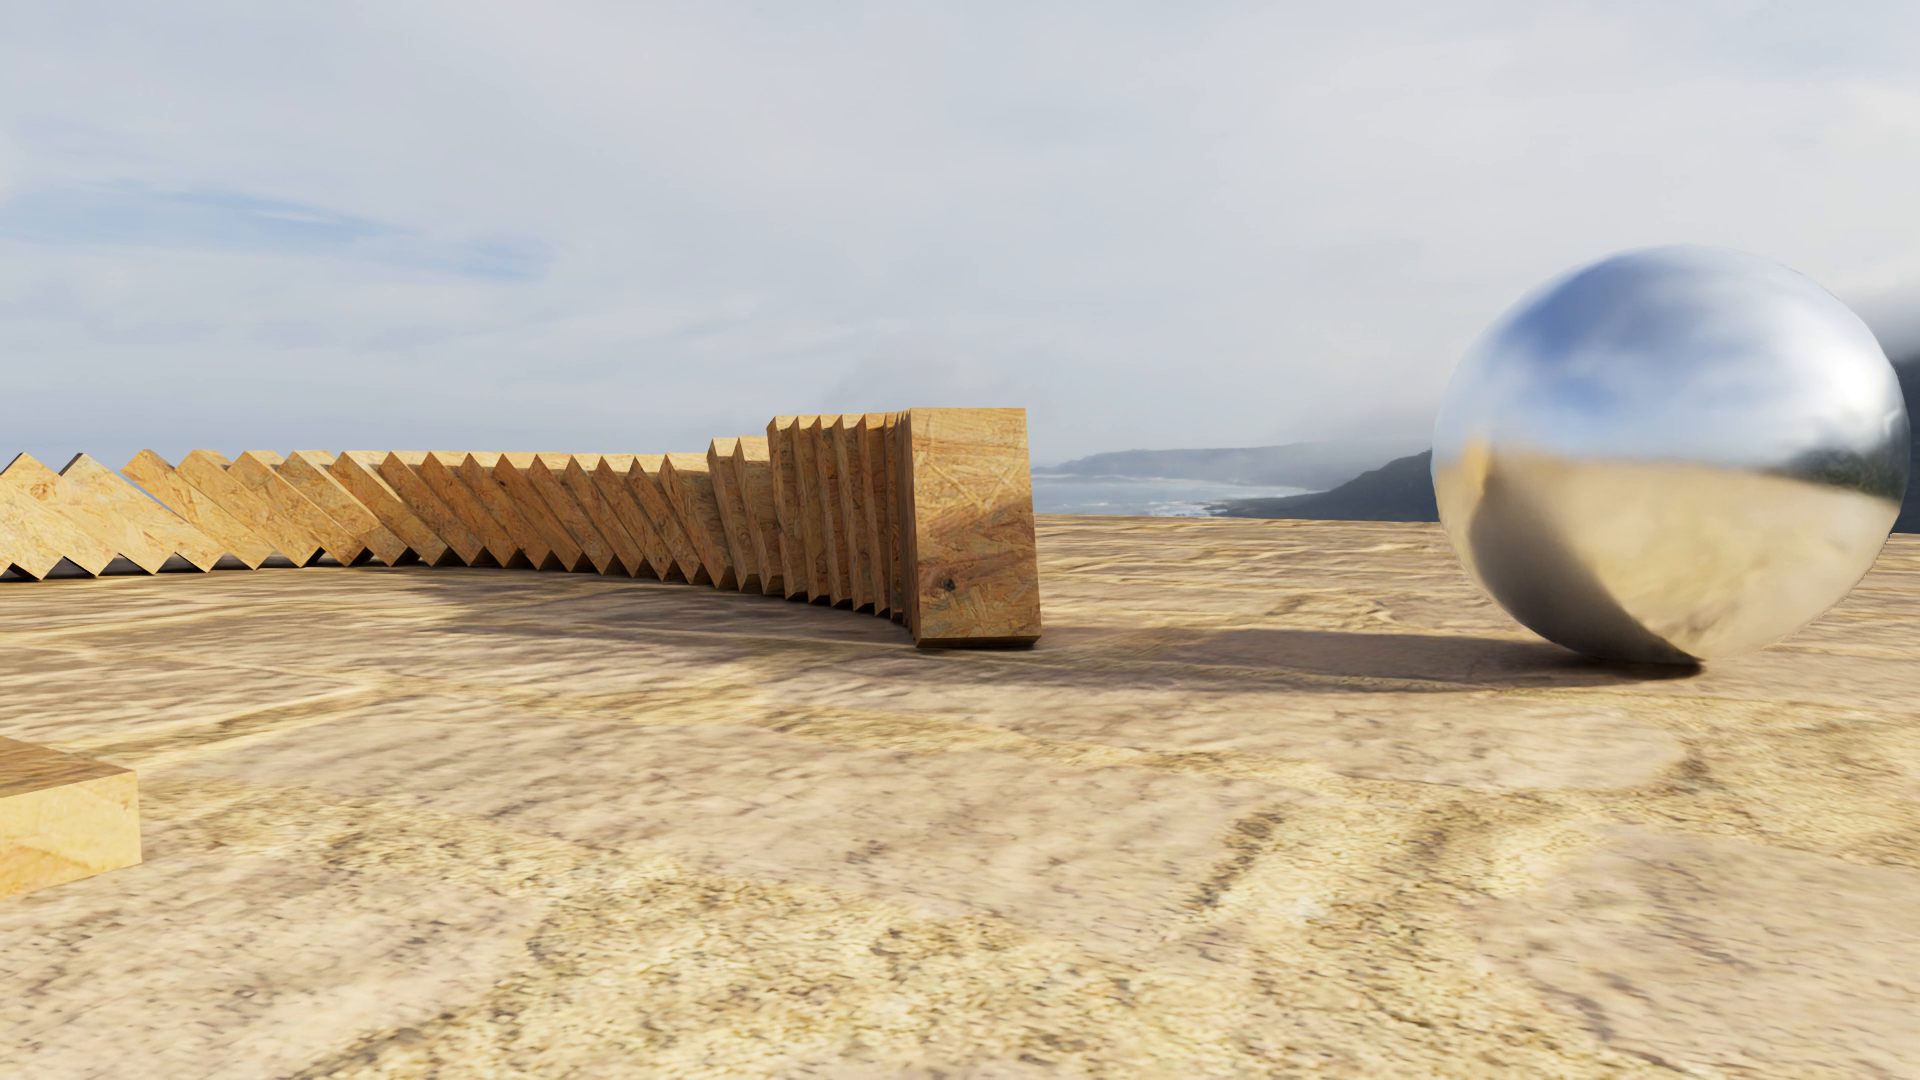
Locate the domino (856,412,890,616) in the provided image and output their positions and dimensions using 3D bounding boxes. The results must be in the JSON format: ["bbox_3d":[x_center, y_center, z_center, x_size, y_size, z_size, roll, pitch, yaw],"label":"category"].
[{"bbox_3d":[-0.011,-0.007,0.323,0.025,0.050,0.010,-2,-15,-20],"label":"domino"}]

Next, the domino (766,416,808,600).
[{"bbox_3d":[-0.038,-0.009,0.357,0.025,0.050,0.010,-2,-15,-25],"label":"domino"}]

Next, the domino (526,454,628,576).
[{"bbox_3d":[-0.122,-0.010,0.433,0.050,0.010,0.025,47,28,23],"label":"domino"}]

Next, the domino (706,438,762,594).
[{"bbox_3d":[-0.057,-0.008,0.381,0.025,0.050,0.010,-2,-35,-27],"label":"domino"}]

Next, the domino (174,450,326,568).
[{"bbox_3d":[-0.244,-0.011,0.445,0.050,0.009,0.025,42,-8,-14],"label":"domino"}]

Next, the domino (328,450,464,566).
[{"bbox_3d":[-0.197,-0.012,0.457,0.050,0.009,0.025,42,8,3],"label":"domino"}]

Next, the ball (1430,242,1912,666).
[{"bbox_3d":[0.133,-0.016,0.246,0.080,0.080,0.080,0,4,0],"label":"ball"}]

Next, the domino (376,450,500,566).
[{"bbox_3d":[-0.180,-0.012,0.457,0.050,0.009,0.025,43,14,11],"label":"domino"}]

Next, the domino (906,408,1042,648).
[{"bbox_3d":[0.002,-0.003,0.273,0.025,0.050,0.010,-1,-16,-9],"label":"domino"}]

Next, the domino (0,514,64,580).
[{"bbox_3d":[-0.303,-0.007,0.390,0.025,0.010,0.050,2,-37,42],"label":"domino"}]

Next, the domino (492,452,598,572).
[{"bbox_3d":[-0.136,-0.010,0.440,0.050,0.010,0.025,46,25,21],"label":"domino"}]

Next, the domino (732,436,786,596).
[{"bbox_3d":[-0.048,-0.008,0.372,0.025,0.050,0.009,-1,-36,-26],"label":"domino"}]

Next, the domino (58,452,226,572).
[{"bbox_3d":[-0.269,-0.009,0.423,0.025,0.010,0.050,6,-33,52],"label":"domino"}]

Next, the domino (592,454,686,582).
[{"bbox_3d":[-0.095,-0.008,0.415,0.025,0.010,0.050,-5,46,-47],"label":"domino"}]

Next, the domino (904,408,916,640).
[{"bbox_3d":[0.001,-0.004,0.283,0.025,0.050,0.010,-1,-16,-9],"label":"domino"}]

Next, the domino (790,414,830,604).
[{"bbox_3d":[-0.031,-0.009,0.349,0.025,0.050,0.010,-2,-15,-24],"label":"domino"}]

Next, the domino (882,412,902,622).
[{"bbox_3d":[-0.005,-0.006,0.312,0.025,0.050,0.009,-1,-16,-9],"label":"domino"}]

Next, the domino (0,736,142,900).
[{"bbox_3d":[-0.111,0.028,0.133,0.050,0.010,0.025,3,5,31],"label":"domino"}]

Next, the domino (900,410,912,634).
[{"bbox_3d":[0.000,-0.005,0.293,0.025,0.050,0.010,-1,-16,-9],"label":"domino"}]

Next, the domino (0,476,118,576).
[{"bbox_3d":[-0.293,-0.008,0.403,0.025,0.010,0.050,2,-36,50],"label":"domino"}]

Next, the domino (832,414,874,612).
[{"bbox_3d":[-0.017,-0.008,0.332,0.025,0.050,0.009,-2,-15,-24],"label":"domino"}]

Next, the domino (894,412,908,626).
[{"bbox_3d":[-0.002,-0.005,0.303,0.025,0.050,0.009,-1,-16,-9],"label":"domino"}]

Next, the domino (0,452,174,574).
[{"bbox_3d":[-0.281,-0.008,0.413,0.025,0.010,0.050,4,-34,51],"label":"domino"}]

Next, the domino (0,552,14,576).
[{"bbox_3d":[-0.307,-0.006,0.373,0.025,0.010,0.050,2,-37,26],"label":"domino"}]

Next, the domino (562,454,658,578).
[{"bbox_3d":[-0.108,-0.009,0.424,0.025,0.009,0.050,-5,46,-49],"label":"domino"}]

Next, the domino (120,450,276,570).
[{"bbox_3d":[-0.257,-0.010,0.435,0.050,0.010,0.025,45,-16,-23],"label":"domino"}]

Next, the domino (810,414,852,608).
[{"bbox_3d":[-0.024,-0.008,0.341,0.025,0.050,0.009,-2,-15,-24],"label":"domino"}]

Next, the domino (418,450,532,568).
[{"bbox_3d":[-0.165,-0.011,0.453,0.050,0.010,0.025,44,17,15],"label":"domino"}]

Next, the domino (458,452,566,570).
[{"bbox_3d":[-0.150,-0.011,0.447,0.050,0.009,0.025,45,22,19],"label":"domino"}]

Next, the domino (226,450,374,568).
[{"bbox_3d":[-0.228,-0.011,0.450,0.050,0.009,0.025,41,-3,-9],"label":"domino"}]

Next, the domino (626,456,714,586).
[{"bbox_3d":[-0.083,-0.007,0.405,0.025,0.010,0.050,-4,45,-42],"label":"domino"}]

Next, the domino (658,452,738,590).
[{"bbox_3d":[-0.071,-0.007,0.394,0.025,0.010,0.050,-3,46,-39],"label":"domino"}]

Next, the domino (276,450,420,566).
[{"bbox_3d":[-0.213,-0.012,0.454,0.050,0.009,0.025,41,2,-5],"label":"domino"}]
